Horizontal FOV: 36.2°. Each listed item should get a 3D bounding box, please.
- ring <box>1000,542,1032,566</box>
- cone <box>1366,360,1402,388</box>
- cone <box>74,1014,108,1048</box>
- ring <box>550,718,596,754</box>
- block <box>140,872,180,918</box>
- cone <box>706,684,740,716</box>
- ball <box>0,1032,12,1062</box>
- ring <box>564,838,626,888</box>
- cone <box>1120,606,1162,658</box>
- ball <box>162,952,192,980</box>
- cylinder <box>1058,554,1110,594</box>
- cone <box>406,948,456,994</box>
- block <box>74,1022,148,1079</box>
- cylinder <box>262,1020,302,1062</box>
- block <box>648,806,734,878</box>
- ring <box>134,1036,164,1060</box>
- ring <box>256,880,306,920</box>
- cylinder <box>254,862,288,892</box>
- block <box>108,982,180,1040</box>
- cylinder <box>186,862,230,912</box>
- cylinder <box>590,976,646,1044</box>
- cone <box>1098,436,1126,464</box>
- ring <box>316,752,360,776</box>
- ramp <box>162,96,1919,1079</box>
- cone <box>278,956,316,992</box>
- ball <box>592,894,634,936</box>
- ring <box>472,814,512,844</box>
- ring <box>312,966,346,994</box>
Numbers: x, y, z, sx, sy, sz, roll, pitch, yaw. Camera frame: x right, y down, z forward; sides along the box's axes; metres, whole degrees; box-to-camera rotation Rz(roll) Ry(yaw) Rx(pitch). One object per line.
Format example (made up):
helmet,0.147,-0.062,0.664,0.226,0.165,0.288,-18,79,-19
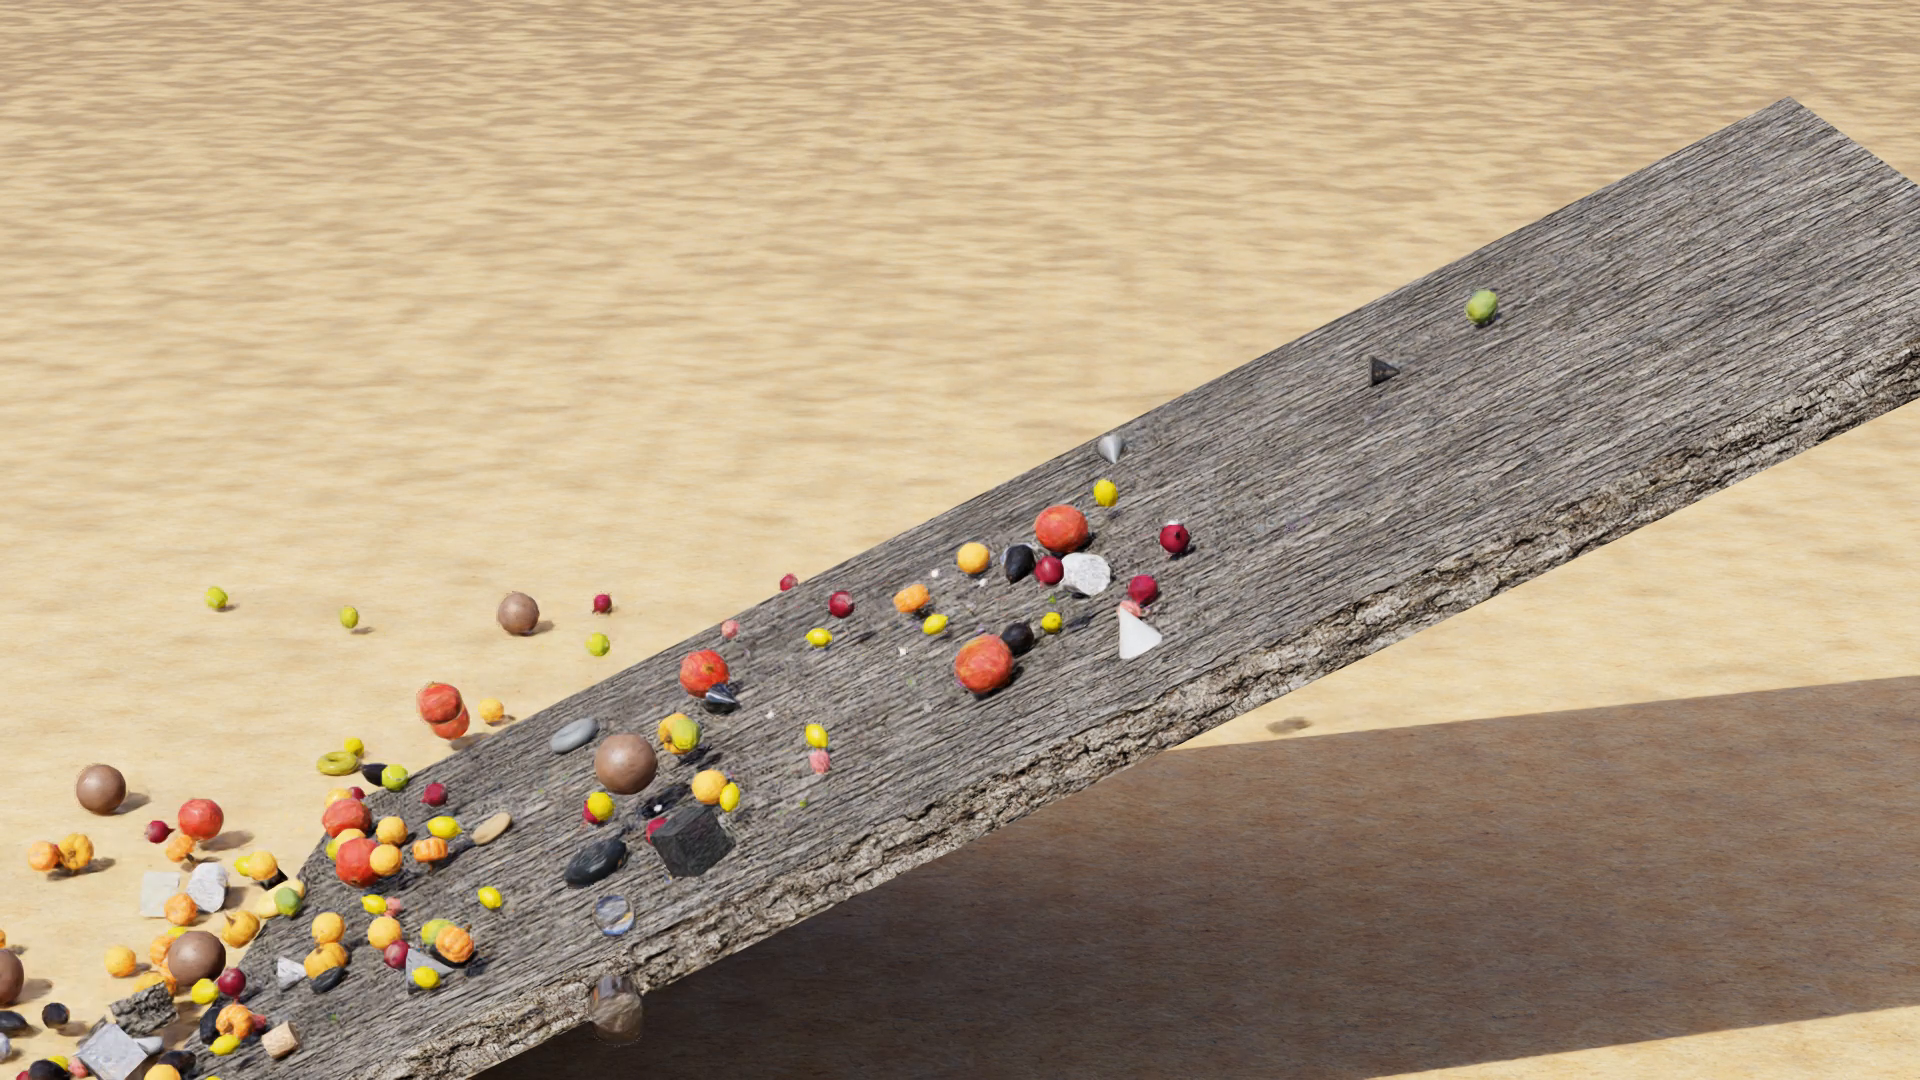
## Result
ring,0.126,0.031,6.535,0.078,0.026,0.078,-26,15,8
cone,0.926,-0.365,6.371,0.071,0.071,0.071,-14,12,21
cone,-1.879,1.075,6.425,0.083,0.083,0.083,18,-5,2
ring,-0.918,0.466,6.990,0.122,0.041,0.122,-26,16,8
block,-1.951,0.864,7.172,0.084,0.084,0.084,5,12,-12
cone,-0.516,0.361,6.560,0.074,0.074,0.074,9,19,41
ball,-2.110,1.110,6.432,0.067,0.067,0.067,0,17,0
ring,-0.738,0.654,5.955,0.139,0.046,0.139,-27,14,7
cone,0.322,0.162,5.548,0.090,0.090,0.090,-27,14,7
ball,-1.816,0.989,6.819,0.067,0.067,0.067,0,17,0
cylinder,0.254,0.069,6.025,0.082,0.082,0.082,-8,5,-23
cone,-1.047,0.857,5.844,0.092,0.092,0.092,1,17,-2
block,-1.817,1.103,6.293,0.098,0.098,0.098,-46,14,-23
cylinder,-1.358,1.004,5.892,0.059,0.059,0.059,-29,20,-2
block,-0.518,0.583,5.672,0.097,0.097,0.097,-38,17,-33
ring,-1.797,1.114,6.428,0.115,0.038,0.115,-13,4,1
ring,-1.609,0.850,6.965,0.130,0.043,0.130,-26,15,8
cylinder,-1.671,0.824,7.137,0.057,0.057,0.057,-44,34,-16
block,-1.802,1.043,6.499,0.092,0.092,0.092,-25,-2,38
cylinder,-1.844,0.852,7.215,0.094,0.094,0.094,-1,18,-4
cylinder,-0.623,0.853,5.343,0.096,0.096,0.096,-3,11,-9
cone,0.359,-0.198,6.884,0.067,0.067,0.067,-2,42,-7
ring,-1.710,0.614,8.083,0.117,0.039,0.117,0,18,0
ramp,0.140,0.167,6.281,4.000,0.100,2.000,-26,14,10
cone,-1.422,0.931,6.327,0.078,0.078,0.078,-3,17,-8
ball,-0.652,0.706,5.536,0.078,0.078,0.078,0,17,0
ring,-1.051,0.649,6.606,0.098,0.033,0.098,-32,10,6
ring,-1.327,0.925,6.183,0.079,0.026,0.079,-26,15,7
